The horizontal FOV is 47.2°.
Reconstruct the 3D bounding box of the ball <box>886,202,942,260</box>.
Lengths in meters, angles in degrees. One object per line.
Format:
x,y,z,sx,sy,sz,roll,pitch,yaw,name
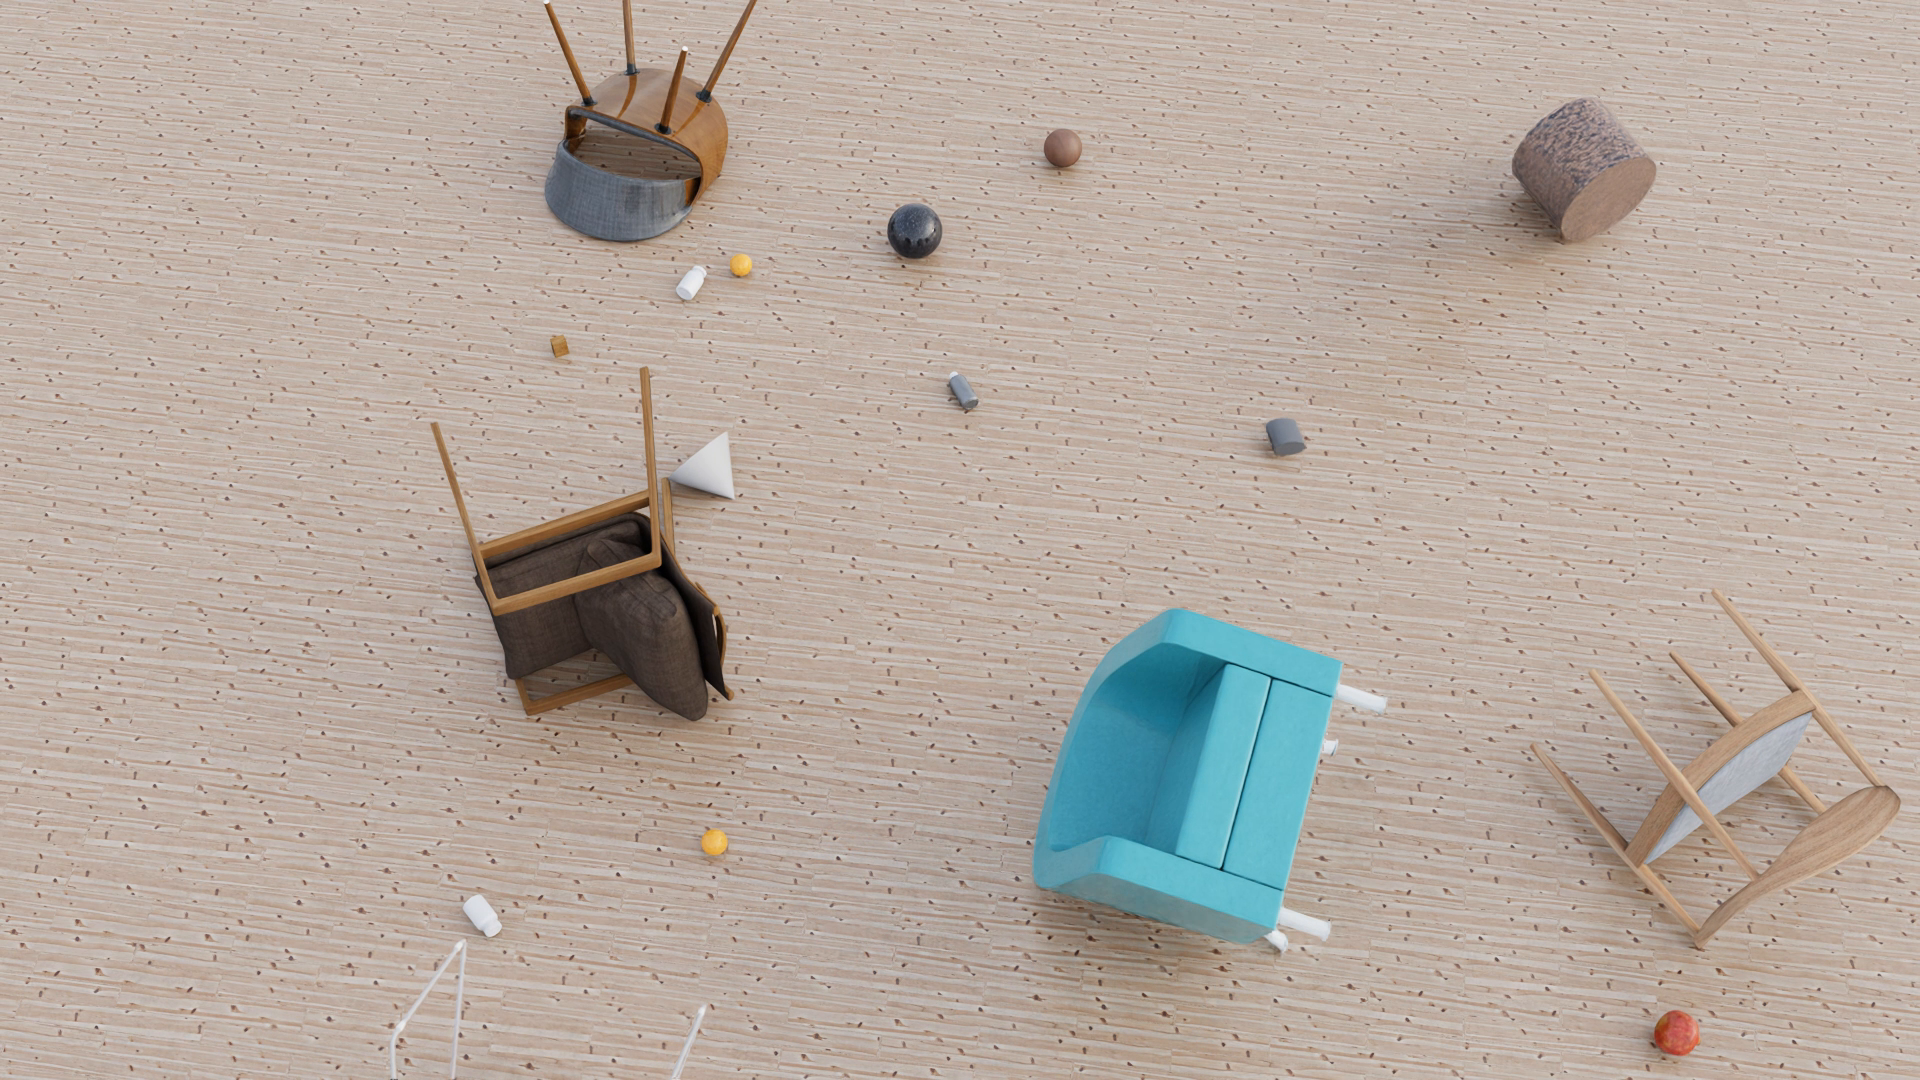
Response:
-0.147,-1.003,7.137,0.182,0.182,0.182,0,56,0,ball

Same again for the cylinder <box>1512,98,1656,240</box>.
2.032,-1.209,7.176,0.338,0.358,0.290,8,43,-46,cylinder

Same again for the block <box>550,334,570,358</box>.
-1.265,-0.612,6.946,0.045,0.064,0.029,-21,59,-14,block

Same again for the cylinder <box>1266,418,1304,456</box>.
0.996,-0.317,6.742,0.102,0.069,0.093,-1,56,-23,cylinder

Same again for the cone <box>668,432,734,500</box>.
-0.738,-0.189,6.654,0.249,0.170,0.175,-41,91,-32,cone
